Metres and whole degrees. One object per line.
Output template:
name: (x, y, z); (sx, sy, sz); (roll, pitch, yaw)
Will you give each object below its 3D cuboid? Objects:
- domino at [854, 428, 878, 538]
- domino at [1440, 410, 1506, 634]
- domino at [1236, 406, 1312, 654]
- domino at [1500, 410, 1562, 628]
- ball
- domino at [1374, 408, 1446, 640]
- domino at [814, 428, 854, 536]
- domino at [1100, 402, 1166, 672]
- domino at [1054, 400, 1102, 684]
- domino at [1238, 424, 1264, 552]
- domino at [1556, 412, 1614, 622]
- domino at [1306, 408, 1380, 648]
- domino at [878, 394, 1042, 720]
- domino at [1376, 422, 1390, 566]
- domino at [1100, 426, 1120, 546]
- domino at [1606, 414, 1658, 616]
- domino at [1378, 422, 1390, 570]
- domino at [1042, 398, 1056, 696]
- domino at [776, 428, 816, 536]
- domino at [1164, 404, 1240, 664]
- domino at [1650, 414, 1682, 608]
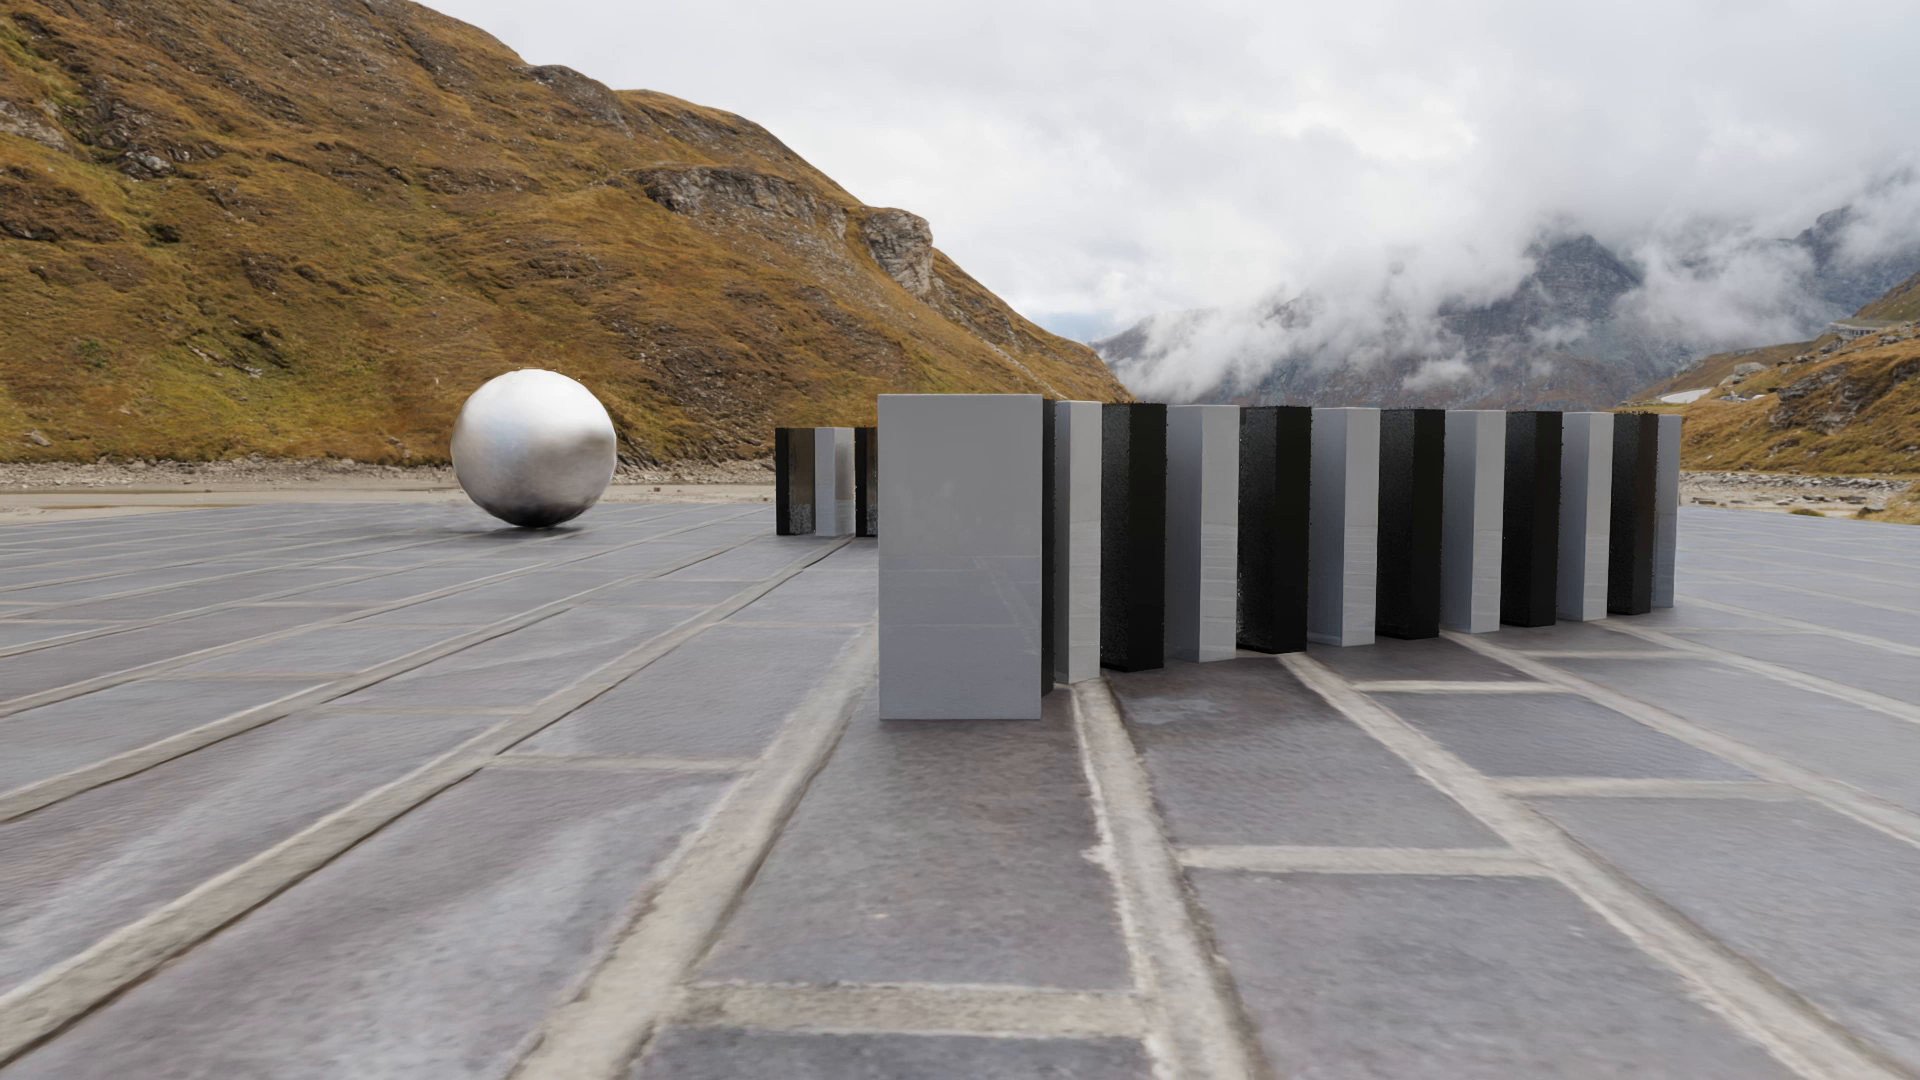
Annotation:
domino: (-0.040, -0.027, 0.596); (0.009, 0.050, 0.025); (1, 4, 17)
domino: (0.113, -0.005, 0.299); (0.010, 0.050, 0.025); (-2, 5, -29)
domino: (0.061, -0.003, 0.270); (0.009, 0.050, 0.025); (-2, 5, -30)
domino: (0.130, -0.006, 0.308); (0.009, 0.050, 0.025); (-2, 5, -30)
ball: (-0.215, -0.046, 0.649); (0.080, 0.080, 0.080); (0, 4, 0)
domino: (0.095, -0.004, 0.289); (0.009, 0.050, 0.025); (-2, 5, -29)
domino: (-0.059, -0.028, 0.602); (0.009, 0.050, 0.025); (1, 4, 16)
domino: (0.028, -0.001, 0.250); (0.009, 0.050, 0.025); (-3, 5, -36)
domino: (0.013, 0.000, 0.237); (0.025, 0.050, 0.010); (4, 6, 41)
domino: (0.119, -0.021, 0.520); (0.009, 0.050, 0.025); (3, 5, 34)
domino: (0.147, -0.006, 0.318); (0.010, 0.050, 0.025); (-3, 5, -31)
domino: (0.078, -0.003, 0.280); (0.010, 0.050, 0.025); (-2, 5, -29)
domino: (0.000, 0.002, 0.201); (0.025, 0.050, 0.010); (0, 4, 0)
domino: (0.155, -0.016, 0.454); (0.025, 0.050, 0.009); (0, 4, -2)
domino: (0.066, -0.023, 0.545); (0.009, 0.050, 0.025); (2, 5, 26)
domino: (0.163, -0.007, 0.329); (0.009, 0.050, 0.025); (-3, 5, -36)
domino: (0.156, -0.015, 0.434); (0.025, 0.050, 0.009); (0, 4, -5)
domino: (0.003, 0.001, 0.220); (0.025, 0.050, 0.009); (2, 5, 20)
domino: (-0.077, -0.028, 0.607); (0.009, 0.050, 0.025); (1, 4, 17)
domino: (0.044, -0.002, 0.260); (0.009, 0.050, 0.025); (-3, 5, -31)
domino: (0.177, -0.008, 0.342); (0.025, 0.050, 0.009); (3, 5, 31)
